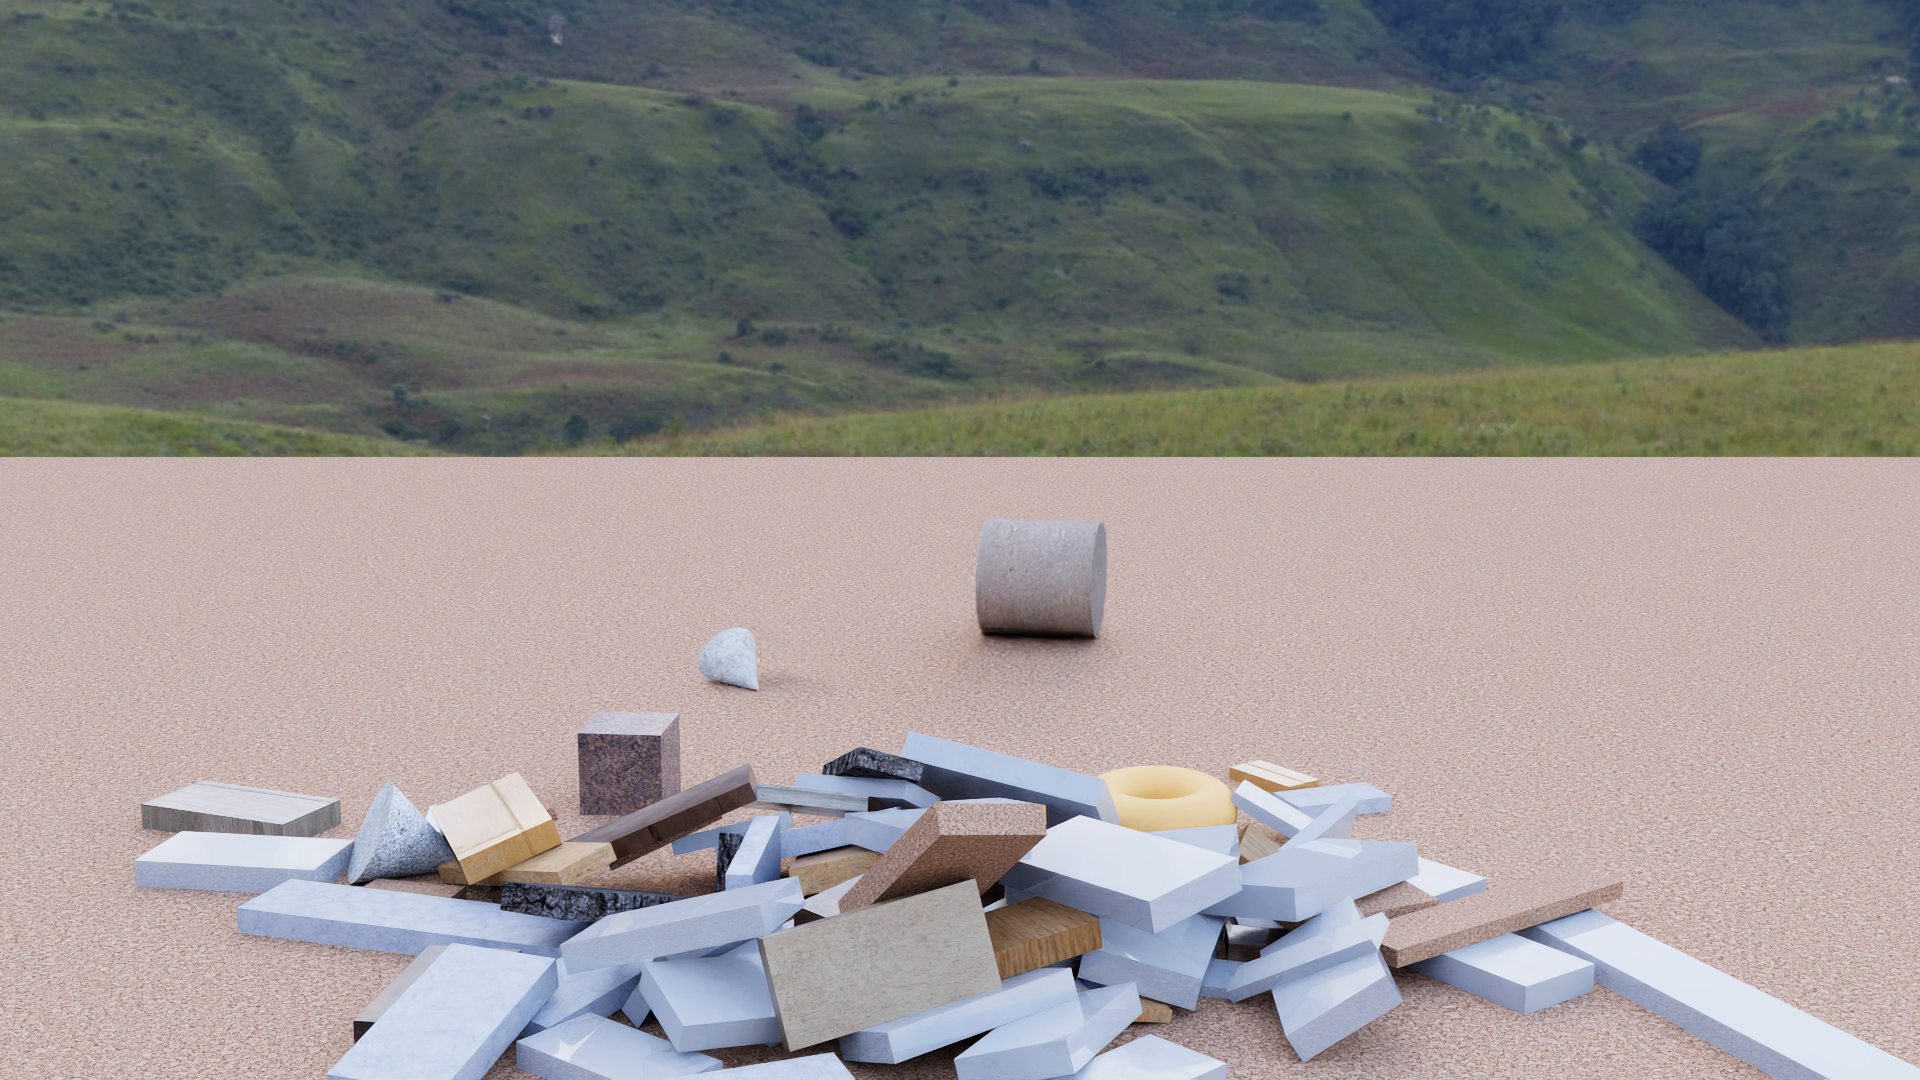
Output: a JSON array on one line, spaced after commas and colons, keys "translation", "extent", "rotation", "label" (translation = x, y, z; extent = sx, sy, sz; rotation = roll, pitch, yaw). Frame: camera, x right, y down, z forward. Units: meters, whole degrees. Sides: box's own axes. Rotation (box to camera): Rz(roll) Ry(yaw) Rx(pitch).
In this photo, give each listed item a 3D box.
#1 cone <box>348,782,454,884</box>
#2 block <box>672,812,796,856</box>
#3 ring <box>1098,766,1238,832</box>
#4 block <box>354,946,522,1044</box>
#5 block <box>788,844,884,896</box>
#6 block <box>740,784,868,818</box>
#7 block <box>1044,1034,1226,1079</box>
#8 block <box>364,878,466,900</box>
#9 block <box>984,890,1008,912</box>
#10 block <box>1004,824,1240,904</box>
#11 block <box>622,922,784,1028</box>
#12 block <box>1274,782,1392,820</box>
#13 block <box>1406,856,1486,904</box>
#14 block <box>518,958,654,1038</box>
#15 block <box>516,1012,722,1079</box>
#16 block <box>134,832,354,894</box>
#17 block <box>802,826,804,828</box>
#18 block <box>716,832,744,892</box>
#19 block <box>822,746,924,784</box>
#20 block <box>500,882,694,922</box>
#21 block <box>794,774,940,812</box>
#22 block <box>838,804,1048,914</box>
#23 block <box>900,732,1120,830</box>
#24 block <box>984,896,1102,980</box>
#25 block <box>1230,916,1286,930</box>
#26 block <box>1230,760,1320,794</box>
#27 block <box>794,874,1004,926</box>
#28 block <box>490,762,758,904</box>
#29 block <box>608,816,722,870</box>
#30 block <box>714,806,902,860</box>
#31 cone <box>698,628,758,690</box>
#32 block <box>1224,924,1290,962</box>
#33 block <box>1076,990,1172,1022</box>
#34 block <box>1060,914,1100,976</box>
[{"translation": [-0.924, 0.531, 3.766], "extent": [0.182, 0.182, 0.182], "rotation": [25, 1, -23], "label": "cone"}, {"translation": [-0.385, 0.499, 3.737], "extent": [0.203, 0.029, 0.101], "rotation": [-13, -7, -3], "label": "block"}, {"translation": [0.354, 0.485, 3.970], "extent": [0.292, 0.097, 0.292], "rotation": [-1, 12, 0], "label": "ring"}, {"translation": [-0.749, 0.660, 3.177], "extent": [0.145, 0.041, 0.290], "rotation": [1, 11, 7], "label": "block"}, {"translation": [-0.192, 0.530, 3.585], "extent": [0.154, 0.044, 0.309], "rotation": [-12, -3, -2], "label": "block"}, {"translation": [-0.270, 0.448, 3.768], "extent": [0.202, 0.029, 0.101], "rotation": [9, -16, -19], "label": "block"}, {"translation": [0.203, 0.698, 2.785], "extent": [0.260, 0.037, 0.130], "rotation": [-10, 14, -43], "label": "block"}, {"translation": [-0.906, 0.588, 3.618], "extent": [0.163, 0.023, 0.081], "rotation": [3, 11, 14], "label": "block"}, {"translation": [0.066, 0.582, 3.488], "extent": [0.135, 0.038, 0.270], "rotation": [23, 16, 12], "label": "block"}, {"translation": [0.254, 0.505, 3.424], "extent": [0.348, 0.049, 0.174], "rotation": [-7, 6, 12], "label": "block"}, {"translation": [-0.366, 0.609, 3.199], "extent": [0.037, 0.131, 0.263], "rotation": [44, 30, 19], "label": "block"}, {"translation": [0.699, 0.491, 4.128], "extent": [0.196, 0.028, 0.098], "rotation": [-4, 11, -19], "label": "block"}, {"translation": [0.701, 0.584, 3.582], "extent": [0.304, 0.043, 0.152], "rotation": [-9, 14, -39], "label": "block"}, {"translation": [-0.537, 0.641, 3.169], "extent": [0.131, 0.037, 0.263], "rotation": [12, 24, 37], "label": "block"}, {"translation": [-0.458, 0.704, 2.953], "extent": [0.263, 0.037, 0.131], "rotation": [8, 13, 38], "label": "block"}, {"translation": [-1.218, 0.551, 3.755], "extent": [0.320, 0.045, 0.160], "rotation": [2, 11, 9], "label": "block"}, {"translation": [-0.171, 0.522, 3.983], "extent": [0.256, 0.019, 0.068], "rotation": [-6, 12, -28], "label": "block"}, {"translation": [-0.366, 0.528, 3.531], "extent": [0.029, 0.104, 0.207], "rotation": [3, -11, -1], "label": "block"}, {"translation": [-0.155, 0.405, 3.822], "extent": [0.115, 0.033, 0.230], "rotation": [16, -18, -15], "label": "block"}, {"translation": [-0.532, 0.561, 3.376], "extent": [0.153, 0.043, 0.307], "rotation": [-1, -11, 42], "label": "block"}, {"translation": [-0.162, 0.445, 3.841], "extent": [0.230, 0.033, 0.115], "rotation": [0, -21, 32], "label": "block"}, {"translation": [-0.029, 0.462, 3.083], "extent": [0.164, 0.046, 0.328], "rotation": [4, -33, -28], "label": "block"}, {"translation": [0.088, 0.430, 3.801], "extent": [0.358, 0.051, 0.179], "rotation": [12, -26, 20], "label": "block"}, {"translation": [0.036, 0.585, 3.155], "extent": [0.299, 0.042, 0.149], "rotation": [-13, 12, -22], "label": "block"}, {"translation": [0.481, 0.603, 3.529], "extent": [0.092, 0.026, 0.185], "rotation": [0, 11, -3], "label": "block"}, {"translation": [0.611, 0.465, 4.279], "extent": [0.082, 0.023, 0.165], "rotation": [-8, 13, -35], "label": "block"}, {"translation": [-0.089, 0.547, 3.334], "extent": [0.154, 0.044, 0.309], "rotation": [14, 20, 38], "label": "block"}, {"translation": [-0.555, 0.490, 3.642], "extent": [0.461, 0.033, 0.115], "rotation": [-23, 12, -1], "label": "block"}, {"translation": [-0.504, 0.488, 3.707], "extent": [0.202, 0.029, 0.101], "rotation": [-25, 12, -8], "label": "block"}, {"translation": [-0.250, 0.505, 3.717], "extent": [0.309, 0.044, 0.154], "rotation": [-12, -7, 0], "label": "block"}, {"translation": [-0.498, 0.302, 5.038], "extent": [0.147, 0.147, 0.147], "rotation": [-8, 40, -38], "label": "cone"}, {"translation": [0.501, 0.624, 3.370], "extent": [0.185, 0.026, 0.092], "rotation": [5, 9, 3], "label": "block"}, {"translation": [0.227, 0.665, 3.140], "extent": [0.135, 0.019, 0.067], "rotation": [8, 7, -23], "label": "block"}, {"translation": [0.126, 0.609, 3.328], "extent": [0.135, 0.038, 0.270], "rotation": [31, 25, 29], "label": "block"}]
